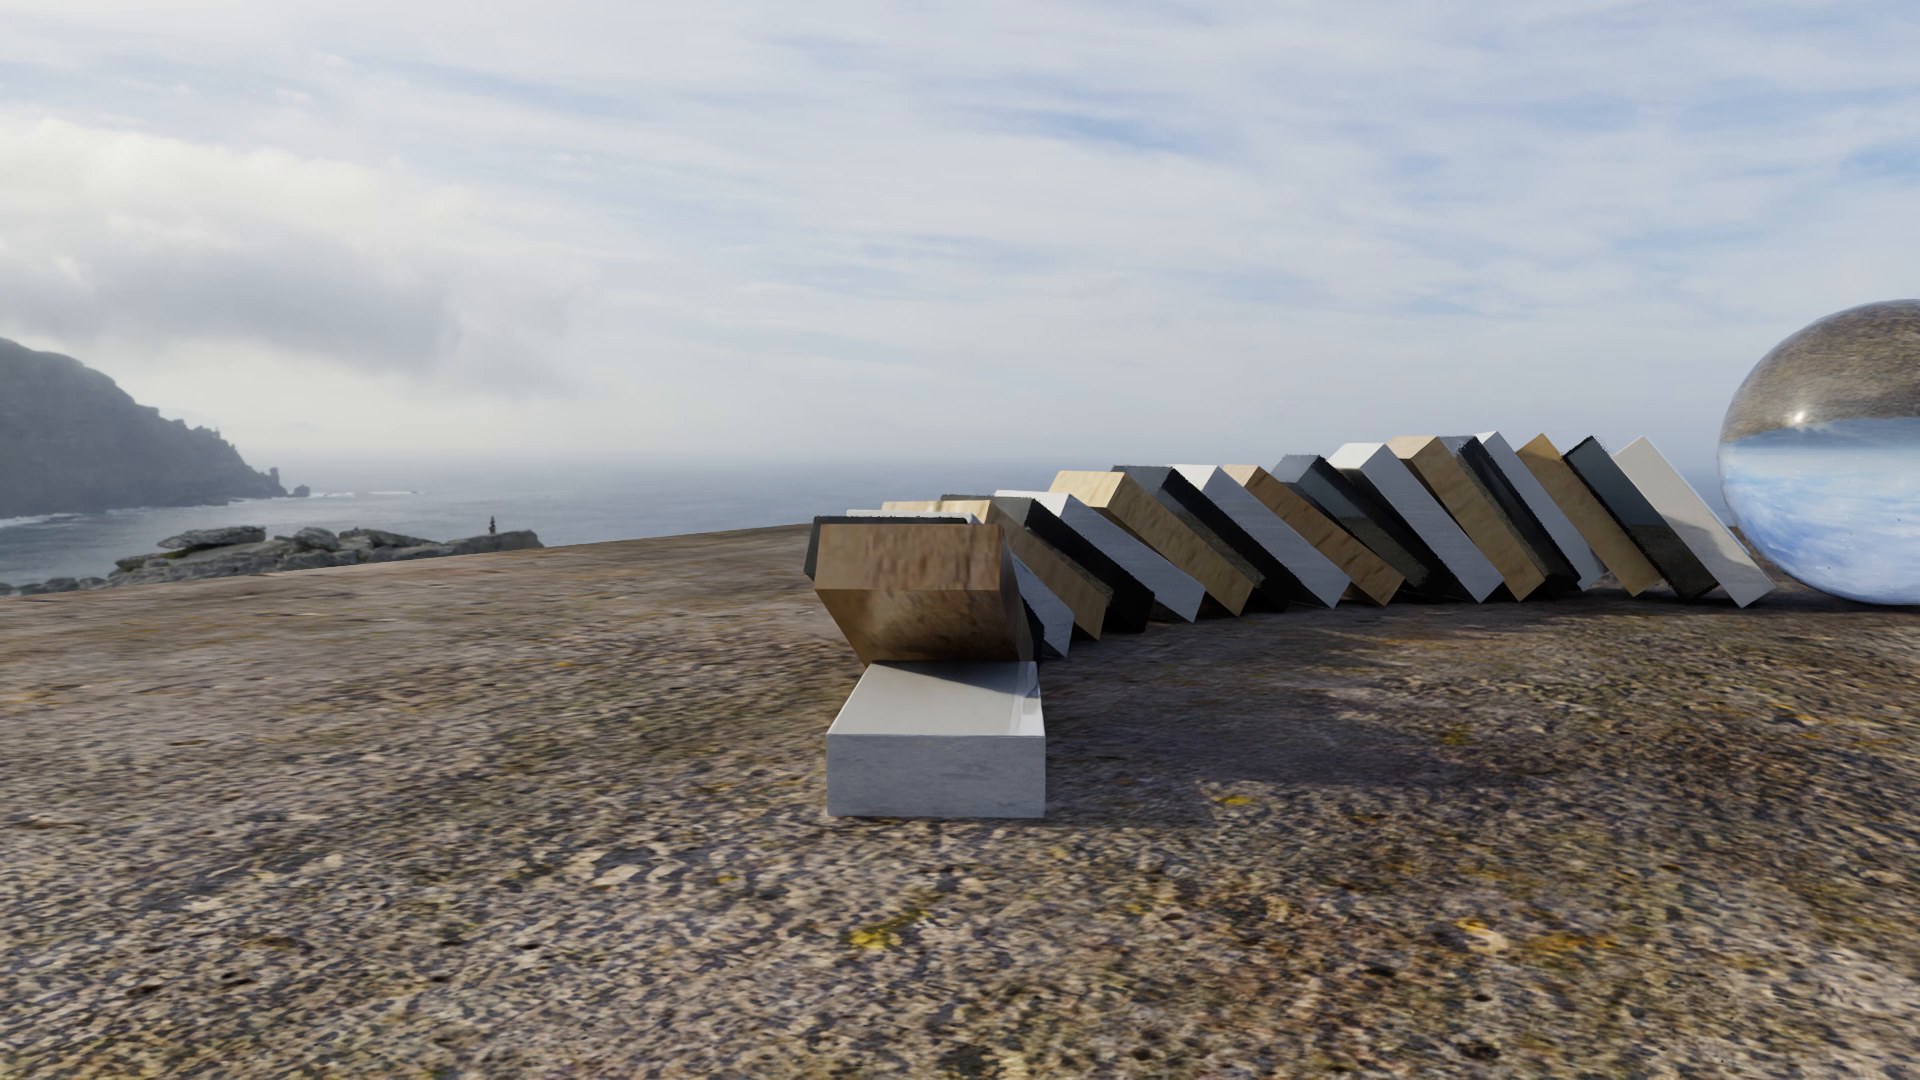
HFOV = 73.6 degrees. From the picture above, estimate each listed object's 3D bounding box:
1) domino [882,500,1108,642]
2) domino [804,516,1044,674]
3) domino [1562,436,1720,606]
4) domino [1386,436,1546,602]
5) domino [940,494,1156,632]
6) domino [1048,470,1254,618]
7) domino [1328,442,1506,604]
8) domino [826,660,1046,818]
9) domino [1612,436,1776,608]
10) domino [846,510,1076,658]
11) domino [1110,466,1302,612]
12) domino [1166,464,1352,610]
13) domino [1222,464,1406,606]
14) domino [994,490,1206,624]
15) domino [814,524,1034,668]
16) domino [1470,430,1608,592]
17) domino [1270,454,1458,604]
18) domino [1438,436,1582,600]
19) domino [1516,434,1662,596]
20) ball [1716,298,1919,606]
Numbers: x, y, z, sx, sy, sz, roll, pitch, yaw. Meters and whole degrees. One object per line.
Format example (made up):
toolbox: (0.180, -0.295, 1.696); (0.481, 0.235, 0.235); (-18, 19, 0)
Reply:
domino: (0.007, 0.007, 0.261); (0.025, 0.010, 0.050); (1, -23, 35)
domino: (-0.004, 0.011, 0.218); (0.025, 0.010, 0.050); (1, -23, 19)
domino: (0.187, -0.006, 0.353); (0.010, 0.050, 0.025); (-42, -17, 26)
domino: (0.137, -0.006, 0.354); (0.010, 0.050, 0.025); (-40, 7, -2)
domino: (0.019, 0.006, 0.282); (0.025, 0.010, 0.050); (4, -22, 42)
domino: (0.046, 0.001, 0.314); (0.050, 0.010, 0.025); (37, -15, -29)
domino: (0.123, -0.005, 0.350); (0.010, 0.050, 0.025); (-44, 7, -2)
domino: (-0.002, 0.025, 0.171); (0.025, 0.010, 0.050); (0, 4, 2)
domino: (0.198, -0.006, 0.346); (0.010, 0.050, 0.025); (-42, -17, 26)
domino: (0.001, 0.009, 0.241); (0.025, 0.009, 0.050); (2, -22, 28)
domino: (0.060, 0.000, 0.325); (0.050, 0.009, 0.025); (38, -13, -24)
domino: (0.075, -0.001, 0.334); (0.050, 0.010, 0.025); (37, -9, -19)
domino: (0.092, -0.002, 0.344); (0.050, 0.010, 0.025); (36, -1, -9)
domino: (0.032, 0.004, 0.300); (0.050, 0.010, 0.025); (31, -15, -35)
domino: (-0.004, 0.012, 0.195); (0.025, 0.009, 0.050); (0, -23, 9)
domino: (0.159, -0.008, 0.366); (0.010, 0.050, 0.025); (-40, 2, -2)
domino: (0.108, -0.003, 0.348); (0.050, 0.010, 0.025); (40, -1, -7)
domino: (0.149, -0.007, 0.358); (0.010, 0.050, 0.025); (-40, 7, -2)
domino: (0.179, -0.008, 0.365); (0.010, 0.050, 0.025); (-41, -15, 22)
ball: (0.245, -0.023, 0.336); (0.080, 0.080, 0.080); (0, 4, 0)
